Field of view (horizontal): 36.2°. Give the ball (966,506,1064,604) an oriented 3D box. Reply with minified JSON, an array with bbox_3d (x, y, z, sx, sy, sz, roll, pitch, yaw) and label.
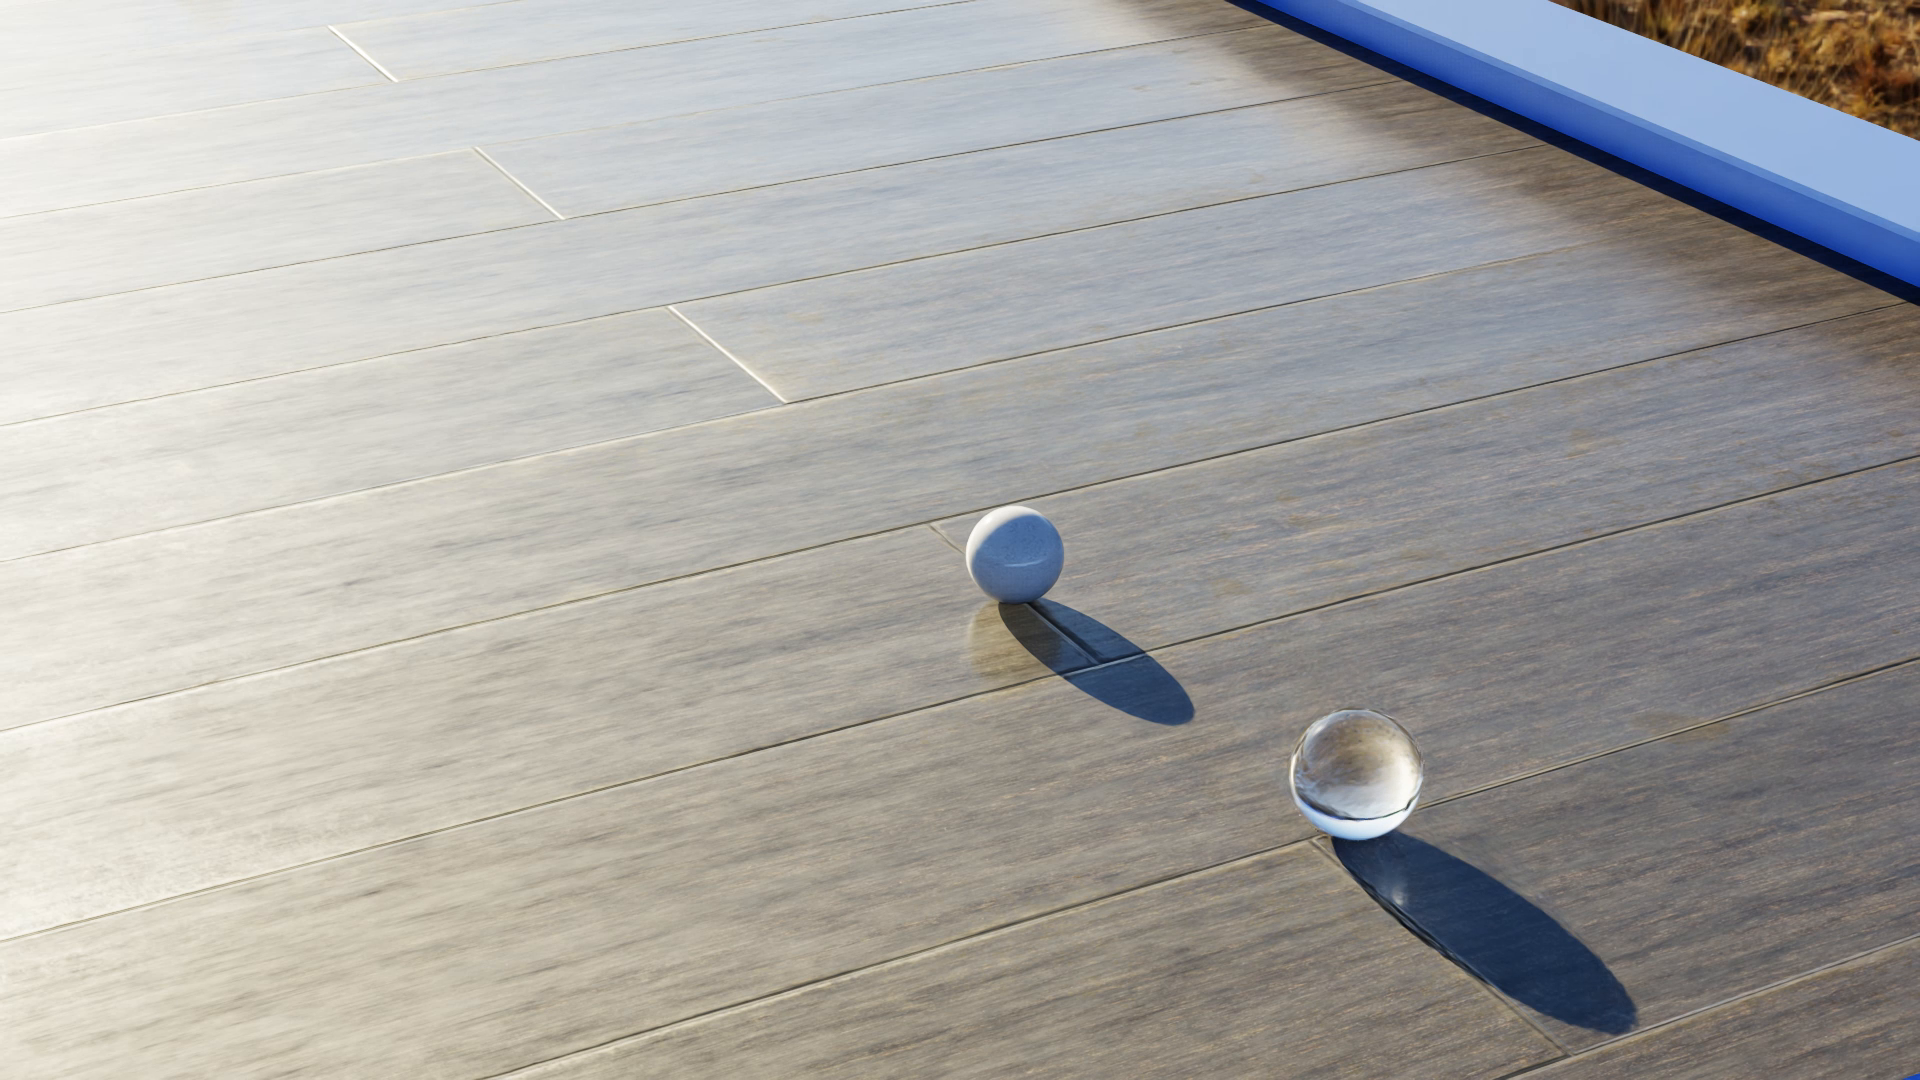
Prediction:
[{"bbox_3d":[0.038,0.010,2.035,0.068,0.068,0.068,0,26,0],"label":"ball"}]

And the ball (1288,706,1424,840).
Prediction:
[{"bbox_3d":[0.236,0.139,1.754,0.080,0.080,0.080,0,26,0],"label":"ball"}]

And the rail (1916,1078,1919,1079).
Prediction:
[{"bbox_3d":[0.394,0.299,1.365,2.059,0.126,0.045,-13,28,-25],"label":"rail"}]

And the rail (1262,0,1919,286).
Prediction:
[{"bbox_3d":[0.485,-0.560,3.153,0.045,0.126,3.472,-13,28,-25],"label":"rail"}]
